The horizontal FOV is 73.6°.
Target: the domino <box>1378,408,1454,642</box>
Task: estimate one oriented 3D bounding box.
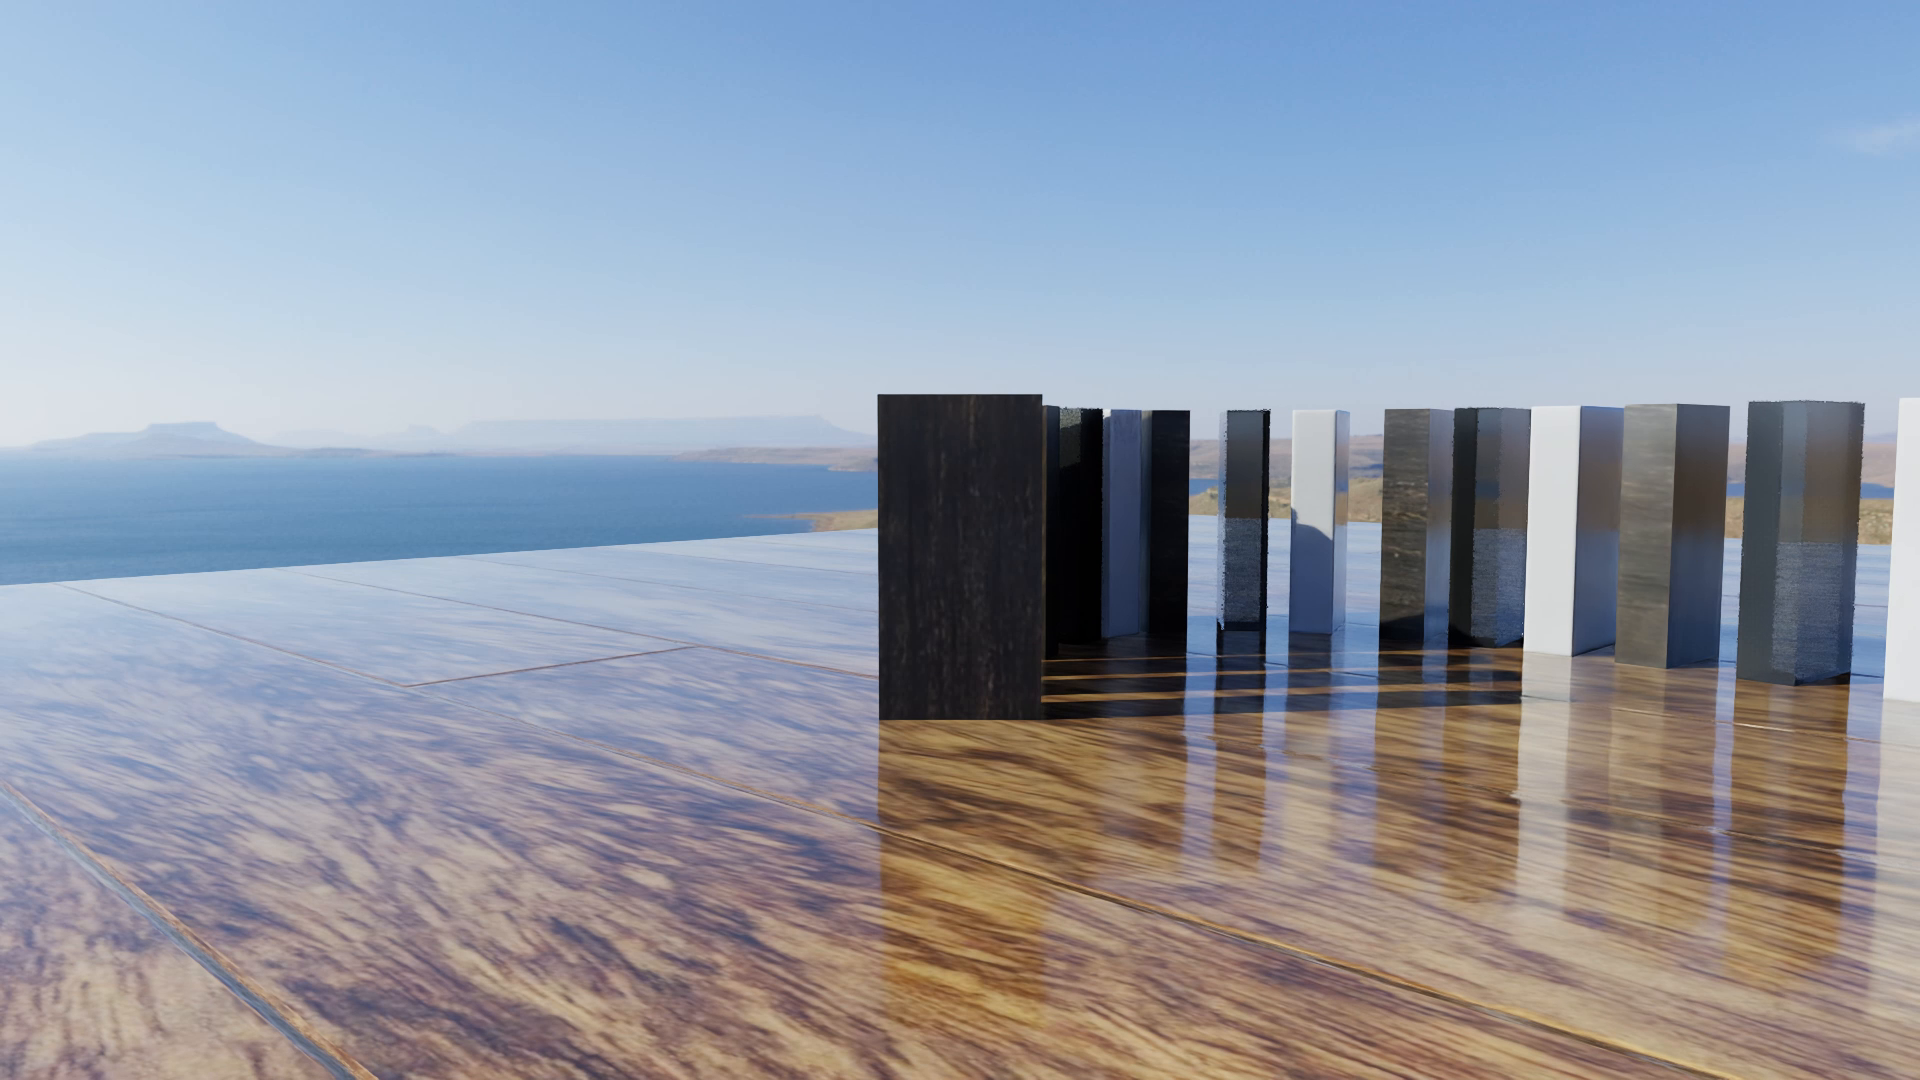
[{"bbox_3d":[0.103,-0.004,0.287,0.010,0.050,0.025,3,5,33],"label":"domino"}]

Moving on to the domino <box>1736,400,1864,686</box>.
[{"bbox_3d":[0.154,0.000,0.235,0.025,0.050,0.010,-3,5,-36],"label":"domino"}]

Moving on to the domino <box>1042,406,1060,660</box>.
[{"bbox_3d":[0.007,-0.002,0.259,0.025,0.050,0.009,2,5,20],"label":"domino"}]

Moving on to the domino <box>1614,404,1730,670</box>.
[{"bbox_3d":[0.140,-0.001,0.252,0.025,0.050,0.010,-3,6,-39],"label":"domino"}]

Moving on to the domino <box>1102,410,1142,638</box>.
[{"bbox_3d":[0.029,-0.004,0.292,0.009,0.050,0.025,-3,5,-38],"label":"domino"}]

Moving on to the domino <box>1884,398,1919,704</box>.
[{"bbox_3d":[0.167,0.001,0.216,0.025,0.050,0.010,-3,5,-35],"label":"domino"}]

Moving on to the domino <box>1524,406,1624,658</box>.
[{"bbox_3d":[0.128,-0.002,0.266,0.025,0.050,0.009,-4,6,-44],"label":"domino"}]

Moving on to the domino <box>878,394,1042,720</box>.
[{"bbox_3d":[0.000,0.002,0.201,0.025,0.050,0.010,0,4,0],"label":"domino"}]

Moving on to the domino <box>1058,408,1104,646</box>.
[{"bbox_3d":[0.018,-0.004,0.281,0.025,0.050,0.009,3,5,36],"label":"domino"}]

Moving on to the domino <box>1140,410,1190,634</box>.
[{"bbox_3d":[0.043,-0.005,0.300,0.010,0.050,0.025,-1,5,-19],"label":"domino"}]

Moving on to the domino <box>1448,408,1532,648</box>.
[{"bbox_3d":[0.115,-0.003,0.278,0.010,0.050,0.025,3,6,39],"label":"domino"}]

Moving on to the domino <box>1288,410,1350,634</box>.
[{"bbox_3d":[0.084,-0.005,0.297,0.010,0.050,0.025,2,5,23],"label":"domino"}]

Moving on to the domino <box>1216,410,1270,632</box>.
[{"bbox_3d":[0.067,-0.005,0.302,0.010,0.050,0.025,1,4,8],"label":"domino"}]
